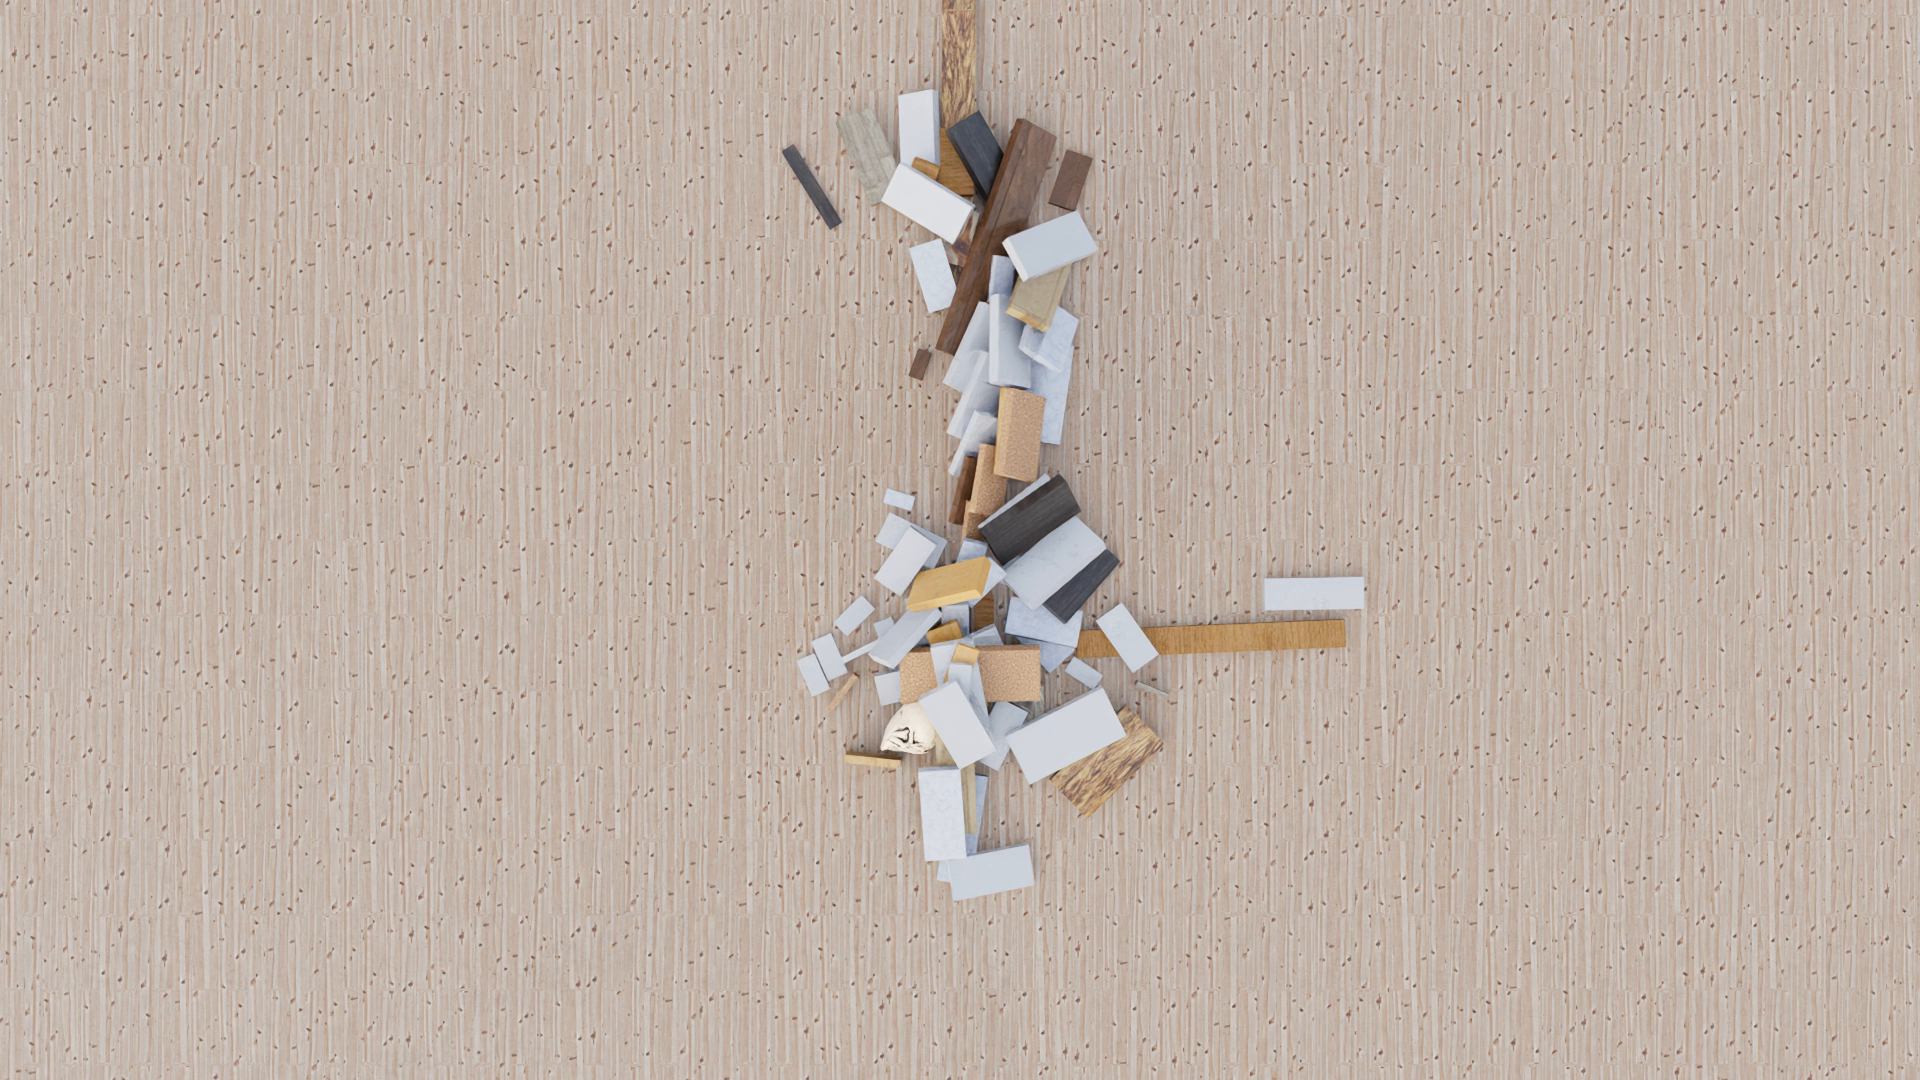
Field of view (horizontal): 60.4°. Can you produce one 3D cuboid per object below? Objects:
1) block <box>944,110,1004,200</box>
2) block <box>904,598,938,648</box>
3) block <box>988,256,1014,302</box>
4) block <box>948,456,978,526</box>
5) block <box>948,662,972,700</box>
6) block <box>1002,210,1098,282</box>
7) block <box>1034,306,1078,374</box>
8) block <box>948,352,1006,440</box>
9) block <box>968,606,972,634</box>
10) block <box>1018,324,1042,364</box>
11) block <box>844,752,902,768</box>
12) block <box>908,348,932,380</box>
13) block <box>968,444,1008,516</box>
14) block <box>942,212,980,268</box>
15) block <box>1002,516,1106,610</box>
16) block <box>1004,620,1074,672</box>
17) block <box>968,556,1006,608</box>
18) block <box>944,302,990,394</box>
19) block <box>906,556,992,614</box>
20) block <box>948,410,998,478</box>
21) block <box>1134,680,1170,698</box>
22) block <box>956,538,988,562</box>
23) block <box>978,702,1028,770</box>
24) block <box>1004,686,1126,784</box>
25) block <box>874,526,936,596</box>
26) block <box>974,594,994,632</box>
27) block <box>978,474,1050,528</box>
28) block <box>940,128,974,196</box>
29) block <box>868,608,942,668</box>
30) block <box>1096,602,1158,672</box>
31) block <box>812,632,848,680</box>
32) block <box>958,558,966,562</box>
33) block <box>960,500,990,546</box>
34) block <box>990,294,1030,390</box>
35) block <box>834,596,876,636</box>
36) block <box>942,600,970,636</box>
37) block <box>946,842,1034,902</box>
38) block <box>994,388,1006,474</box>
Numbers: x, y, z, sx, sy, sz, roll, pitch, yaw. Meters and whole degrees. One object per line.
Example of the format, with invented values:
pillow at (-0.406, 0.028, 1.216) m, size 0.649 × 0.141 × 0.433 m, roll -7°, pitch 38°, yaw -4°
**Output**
block at (0.072, -1.265, 5.432) m, size 0.130 × 0.037 × 0.261 m, roll -36°, pitch 103°, yaw -21°
block at (-0.122, 0.275, 5.487) m, size 0.090 × 0.025 × 0.180 m, roll -12°, pitch 90°, yaw 0°
block at (0.138, -0.858, 5.443) m, size 0.076 × 0.022 × 0.152 m, roll 2°, pitch 100°, yaw -33°
block at (0.043, -0.159, 5.434) m, size 0.113 × 0.032 × 0.226 m, roll 7°, pitch 103°, yaw -34°
block at (-0.003, 0.466, 5.307) m, size 0.073 × 0.021 × 0.146 m, roll 4°, pitch 107°, yaw -2°
block at (0.297, -0.964, 5.409) m, size 0.295 × 0.042 × 0.148 m, roll -26°, pitch 86°, yaw -28°
block at (0.316, -0.661, 5.416) m, size 0.103 × 0.029 × 0.206 m, roll 31°, pitch 63°, yaw -26°
block at (0.078, -0.459, 5.439) m, size 0.146 × 0.041 × 0.293 m, roll 23°, pitch 90°, yaw -37°
block at (0.001, 0.242, 5.471) m, size 0.072 × 0.021 × 0.145 m, roll 0°, pitch 106°, yaw 0°
block at (0.261, -0.695, 5.420) m, size 0.103 × 0.029 × 0.206 m, roll 33°, pitch 62°, yaw -36°
block at (-0.286, 0.727, 5.454) m, size 0.184 × 0.092 × 0.026 m, roll 6°, pitch 90°, yaw 0°
block at (-0.133, -0.584, 5.493) m, size 0.049 × 0.014 × 0.097 m, roll 20°, pitch 90°, yaw 0°
block at (0.101, -0.195, 5.402) m, size 0.113 × 0.032 × 0.226 m, roll 9°, pitch 91°, yaw -39°
block at (-0.004, -1.002, 5.456) m, size 0.093 × 0.026 × 0.185 m, roll 16°, pitch 90°, yaw 0°
block at (0.306, 0.072, 5.415) m, size 0.320 × 0.045 × 0.160 m, roll -40°, pitch 58°, yaw -9°
block at (0.262, 0.318, 5.484) m, size 0.115 × 0.033 × 0.230 m, roll -43°, pitch 90°, yaw 0°
block at (0.066, 0.137, 5.398) m, size 0.165 × 0.023 × 0.082 m, roll -44°, pitch 105°, yaw 9°
block at (0.067, -0.620, 5.437) m, size 0.146 × 0.041 × 0.292 m, roll 25°, pitch 89°, yaw -37°
block at (-0.036, 0.145, 5.368) m, size 0.280 × 0.140 × 0.040 m, roll -15°, pitch 132°, yaw 34°
block at (0.057, -0.308, 5.421) m, size 0.113 × 0.032 × 0.226 m, roll 11°, pitch 112°, yaw -36°
block at (0.637, 0.496, 5.471) m, size 0.116 × 0.058 × 0.016 m, roll 23°, pitch 90°, yaw 0°
block at (0.030, 0.074, 5.445) m, size 0.082 × 0.023 × 0.165 m, roll 14°, pitch 119°, yaw -7°
block at (0.128, 0.640, 5.457) m, size 0.109 × 0.031 × 0.219 m, roll 27°, pitch 94°, yaw 6°
block at (0.346, 0.640, 5.415) m, size 0.356 × 0.050 × 0.178 m, roll -27°, pitch 96°, yaw 0°
block at (-0.180, 0.069, 5.458) m, size 0.107 × 0.030 × 0.214 m, roll 35°, pitch 104°, yaw -2°
block at (0.080, 0.247, 5.491) m, size 0.065 × 0.018 × 0.130 m, roll 0°, pitch 90°, yaw 0°
block at (0.208, -0.082, 5.436) m, size 0.282 × 0.141 × 0.040 m, roll -38°, pitch 46°, yaw 0°
block at (-0.014, -1.248, 5.453) m, size 0.110 × 0.031 × 0.221 m, roll -2°, pitch 90°, yaw 0°
block at (-0.178, 0.307, 5.378) m, size 0.245 × 0.122 × 0.035 m, roll -47°, pitch 121°, yaw -18°
block at (0.552, 0.322, 5.459) m, size 0.105 × 0.030 × 0.211 m, roll -36°, pitch 90°, yaw 0°
block at (-0.433, 0.389, 5.490) m, size 0.071 × 0.020 × 0.142 m, roll -24°, pitch 90°, yaw 0°
block at (0.012, 0.132, 5.452) m, size 0.072 × 0.021 × 0.145 m, roll 14°, pitch 118°, yaw -7°
block at (0.052, -0.050, 5.444) m, size 0.082 × 0.023 × 0.165 m, roll -3°, pitch 109°, yaw -32°
block at (0.165, -0.647, 5.403) m, size 0.146 × 0.041 × 0.293 m, roll 8°, pitch 78°, yaw -41°
block at (-0.351, 0.251, 5.491) m, size 0.130 × 0.018 × 0.065 m, roll -44°, pitch 90°, yaw 0°
block at (-0.015, 0.277, 5.436) m, size 0.090 × 0.026 × 0.180 m, roll -1°, pitch 127°, yaw 0°
block at (0.102, 1.097, 5.457) m, size 0.273 × 0.039 × 0.136 m, roll -9°, pitch 93°, yaw -9°
block at (0.170, -0.350, 5.402) m, size 0.103 × 0.029 × 0.282 m, roll 8°, pitch 85°, yaw -39°
